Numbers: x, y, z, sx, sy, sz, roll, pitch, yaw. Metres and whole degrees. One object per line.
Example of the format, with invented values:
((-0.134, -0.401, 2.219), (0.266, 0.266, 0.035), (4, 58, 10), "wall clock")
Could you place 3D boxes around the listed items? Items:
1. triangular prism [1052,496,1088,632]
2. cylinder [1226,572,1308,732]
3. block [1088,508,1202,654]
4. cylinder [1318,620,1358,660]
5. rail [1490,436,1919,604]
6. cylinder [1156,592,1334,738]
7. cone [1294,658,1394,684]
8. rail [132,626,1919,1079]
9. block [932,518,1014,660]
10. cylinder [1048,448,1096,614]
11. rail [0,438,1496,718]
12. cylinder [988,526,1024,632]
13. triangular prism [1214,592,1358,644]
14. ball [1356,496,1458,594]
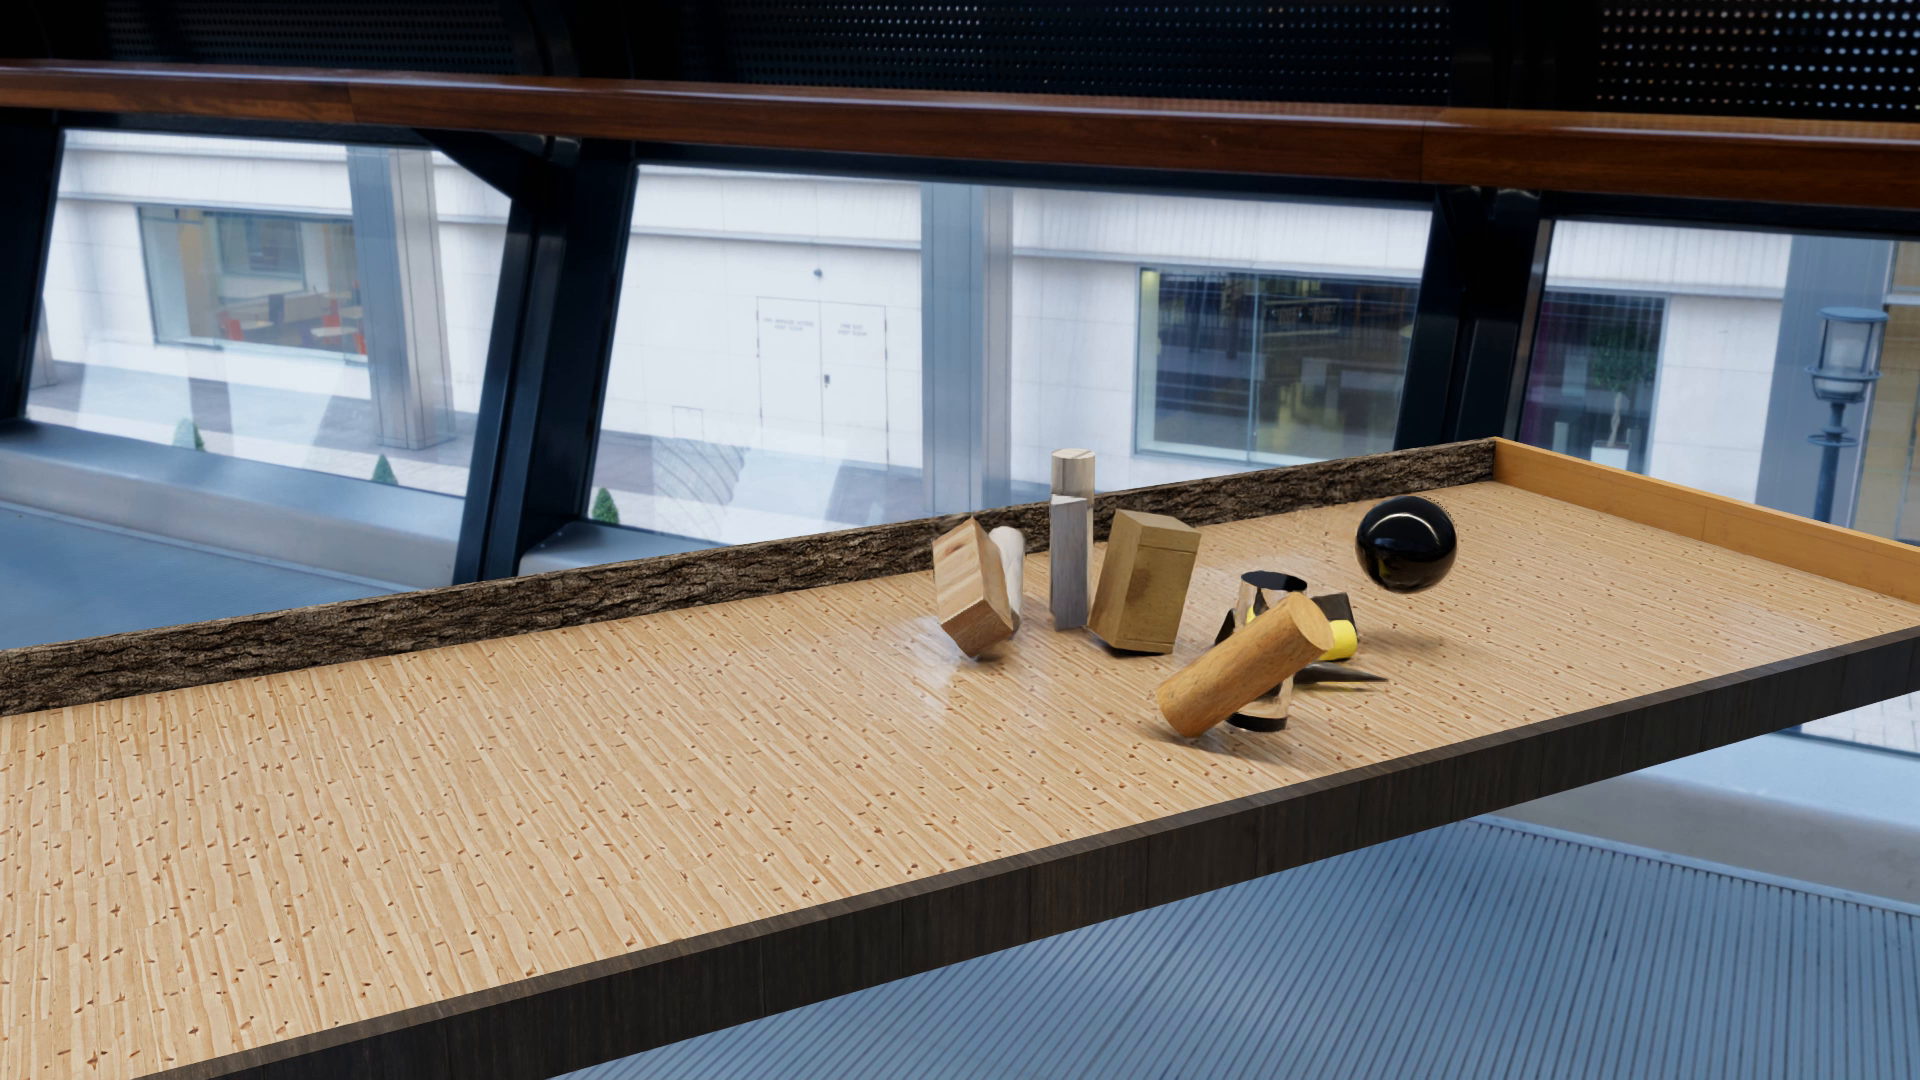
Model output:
((0.281, 0.060, 4.512), (0.104, 0.358, 0.090), (-10, 18, -25), "triangular prism")
((0.709, 0.259, 3.844), (0.152, 0.343, 0.152), (5, 16, -1), "cylinder")
((0.485, 0.109, 4.346), (0.171, 0.331, 0.171), (7, 13, -21), "block")
((0.861, 0.273, 4.248), (0.312, 0.100, 0.100), (-6, 17, -20), "cylinder")
((2.466, -0.048, 5.253), (0.050, 0.150, 2.100), (-9, 18, -27), "rail")
((0.637, 0.286, 3.709), (0.402, 0.148, 0.148), (-40, -8, 33), "cylinder")
((0.882, 0.325, 4.086), (0.387, 0.122, 0.122), (7, 17, 3), "cone")
((-2.336, 1.006, 1.665), (12.000, 0.150, 0.050), (-9, 18, -27), "rail")
((0.031, 0.122, 4.384), (0.136, 0.136, 0.398), (-32, 29, 15), "block")
((0.313, -0.020, 4.616), (0.122, 0.455, 0.122), (0, 16, 0), "cylinder")
((-3.305, 0.497, 3.399), (12.000, 0.150, 0.050), (-9, 18, -27), "rail")
((0.117, 0.113, 4.560), (0.114, 0.114, 0.349), (1, 37, 4), "cylinder")
((0.873, 0.218, 4.388), (0.362, 0.120, 0.138), (-7, 18, -22), "triangular prism")
((1.169, 0.014, 4.323), (0.260, 0.260, 0.260), (0, 16, 0), "ball")
